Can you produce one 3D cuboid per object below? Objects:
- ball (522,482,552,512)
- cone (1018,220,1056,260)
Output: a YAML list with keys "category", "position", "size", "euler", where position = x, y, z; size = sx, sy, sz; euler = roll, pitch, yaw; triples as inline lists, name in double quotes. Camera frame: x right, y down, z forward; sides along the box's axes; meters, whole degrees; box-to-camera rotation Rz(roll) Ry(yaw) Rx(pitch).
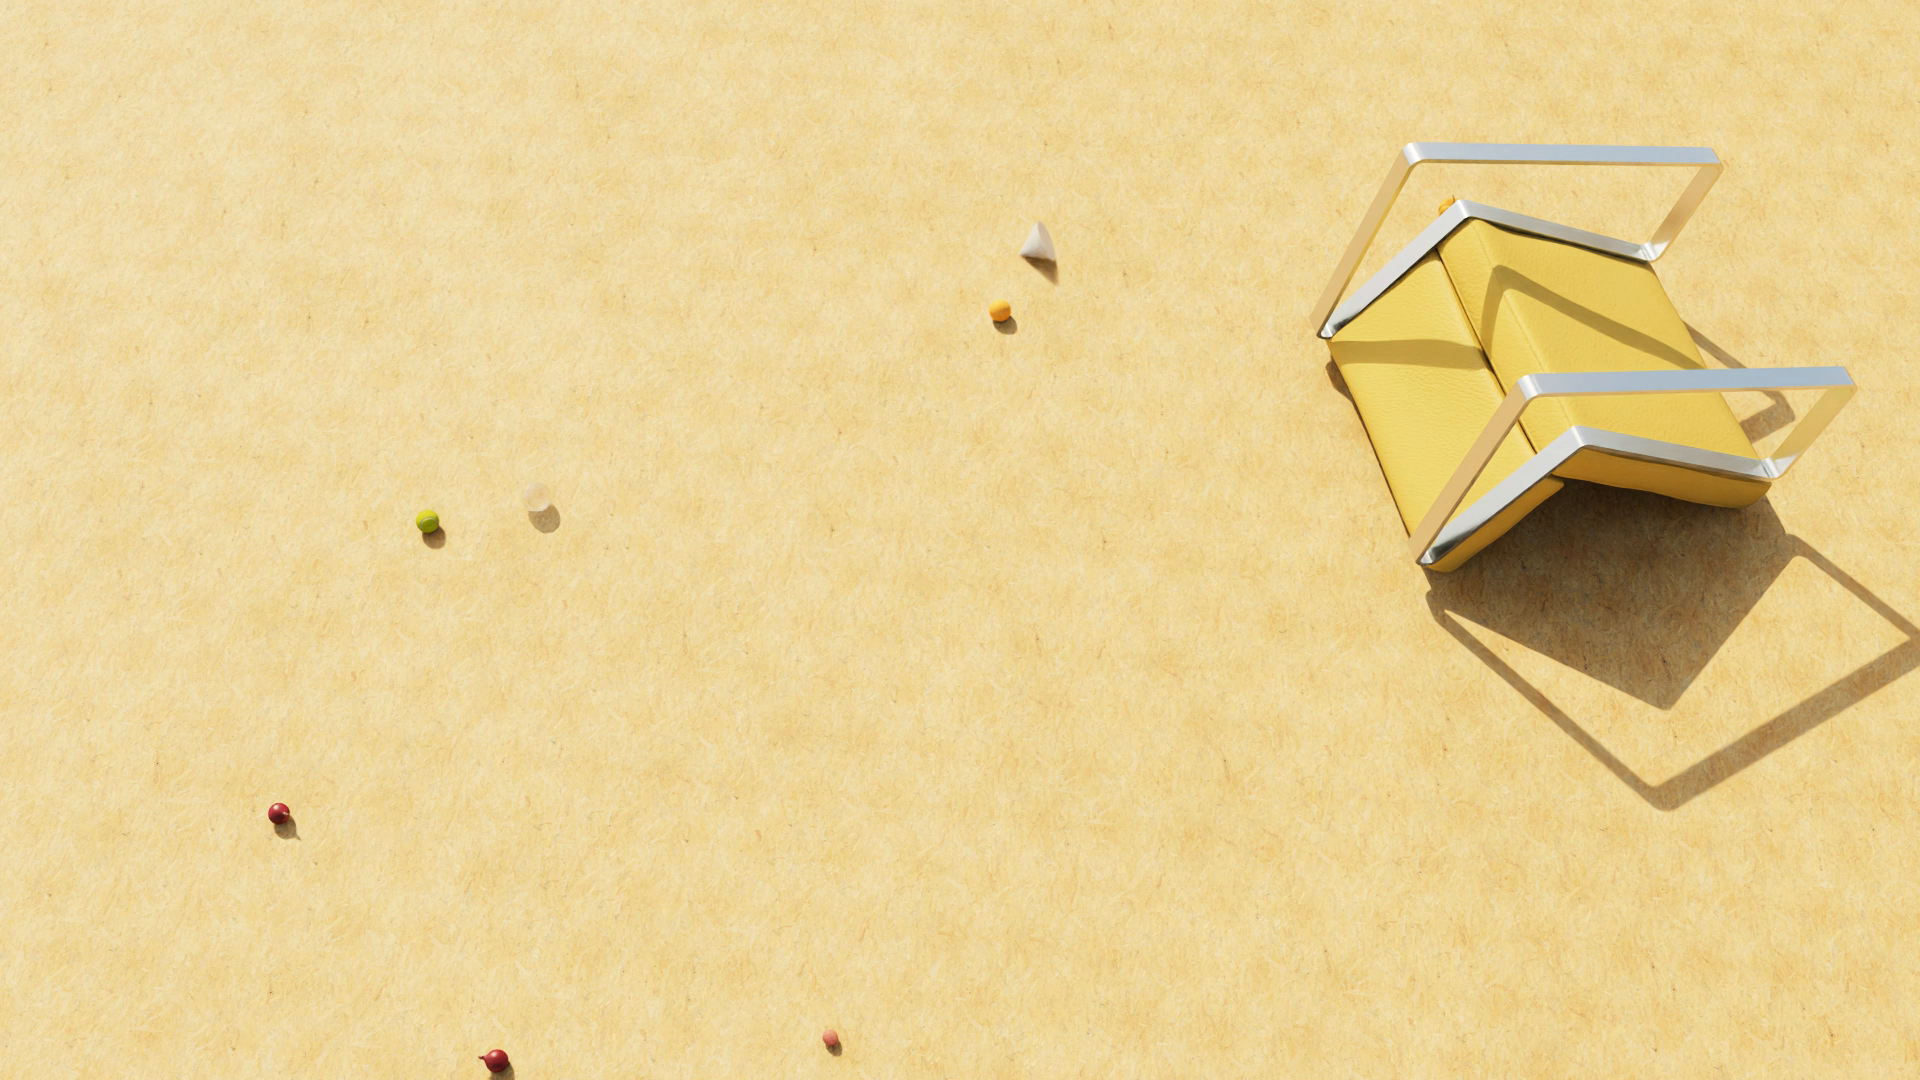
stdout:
- category: "ball"
  position: [-1.274, -0.129, 6.607]
  size: [0.089, 0.089, 0.089]
  euler: [0, 56, 0]
- category: "cone"
  position: [0.236, -0.955, 7.183]
  size: [0.107, 0.116, 0.176]
  euler: [-25, 42, 18]
